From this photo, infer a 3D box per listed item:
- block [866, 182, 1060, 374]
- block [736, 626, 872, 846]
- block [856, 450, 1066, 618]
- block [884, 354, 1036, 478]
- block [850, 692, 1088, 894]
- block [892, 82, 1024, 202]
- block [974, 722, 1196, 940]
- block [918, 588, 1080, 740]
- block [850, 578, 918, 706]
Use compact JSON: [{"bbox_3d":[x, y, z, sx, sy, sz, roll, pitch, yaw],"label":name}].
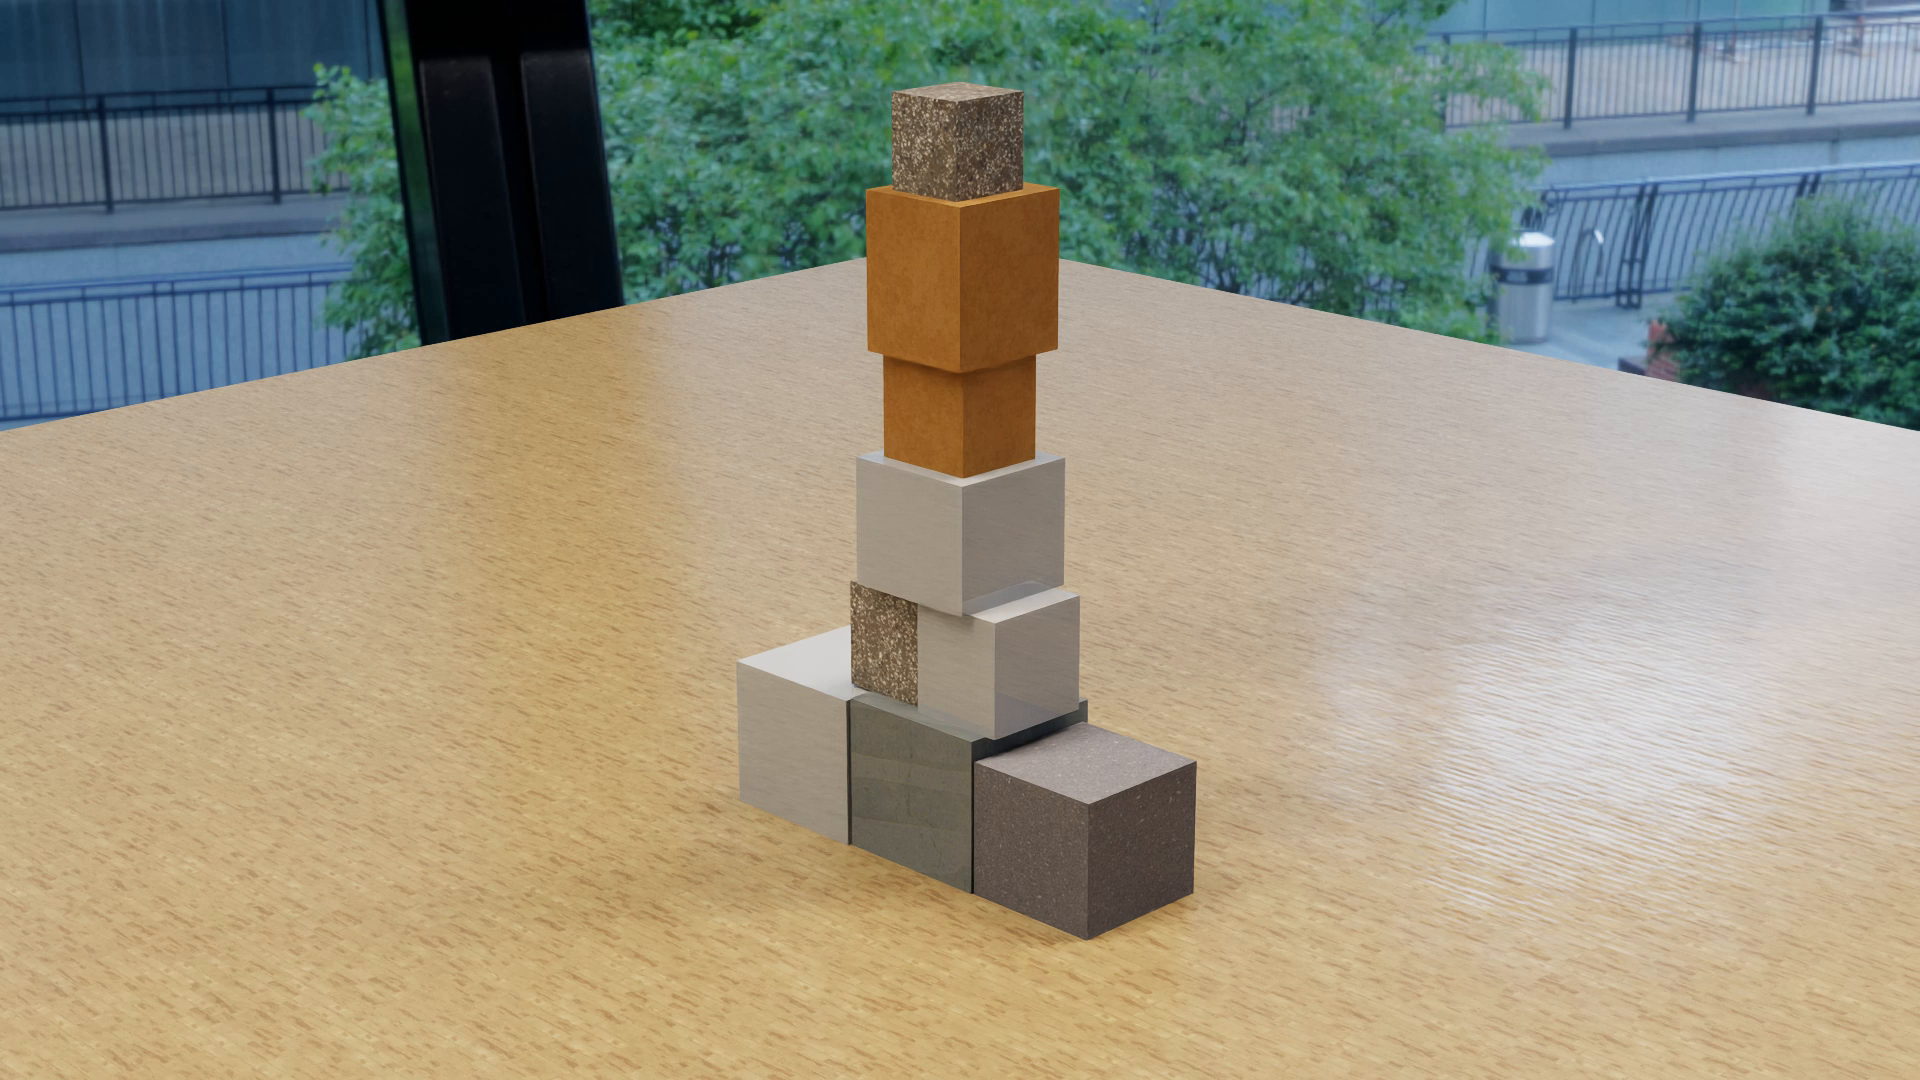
[{"bbox_3d":[0.013,-1.195,12.980,0.621,0.726,0.582,-17,24,-42],"label":"block"},{"bbox_3d":[-0.519,0.923,14.200,0.797,0.724,0.775,-17,24,-42],"label":"block"},{"bbox_3d":[0.003,-0.085,13.318,0.659,0.604,0.677,-17,24,-42],"label":"block"},{"bbox_3d":[-0.002,-0.608,13.149,0.459,0.495,0.506,-17,24,-42],"label":"block"},{"bbox_3d":[0.042,1.085,13.665,0.765,0.736,0.788,-17,24,-42],"label":"block"},{"bbox_3d":[-0.010,-1.740,12.785,0.414,0.431,0.396,-17,24,-42],"label":"block"},{"bbox_3d":[0.560,1.293,13.161,0.712,0.642,0.692,-17,24,-42],"label":"block"},{"bbox_3d":[0.176,0.519,13.320,0.551,0.551,0.490,-17,24,-42],"label":"block"},{"bbox_3d":[-0.167,0.431,13.672,0.482,0.507,0.487,-17,24,-42],"label":"block"}]
